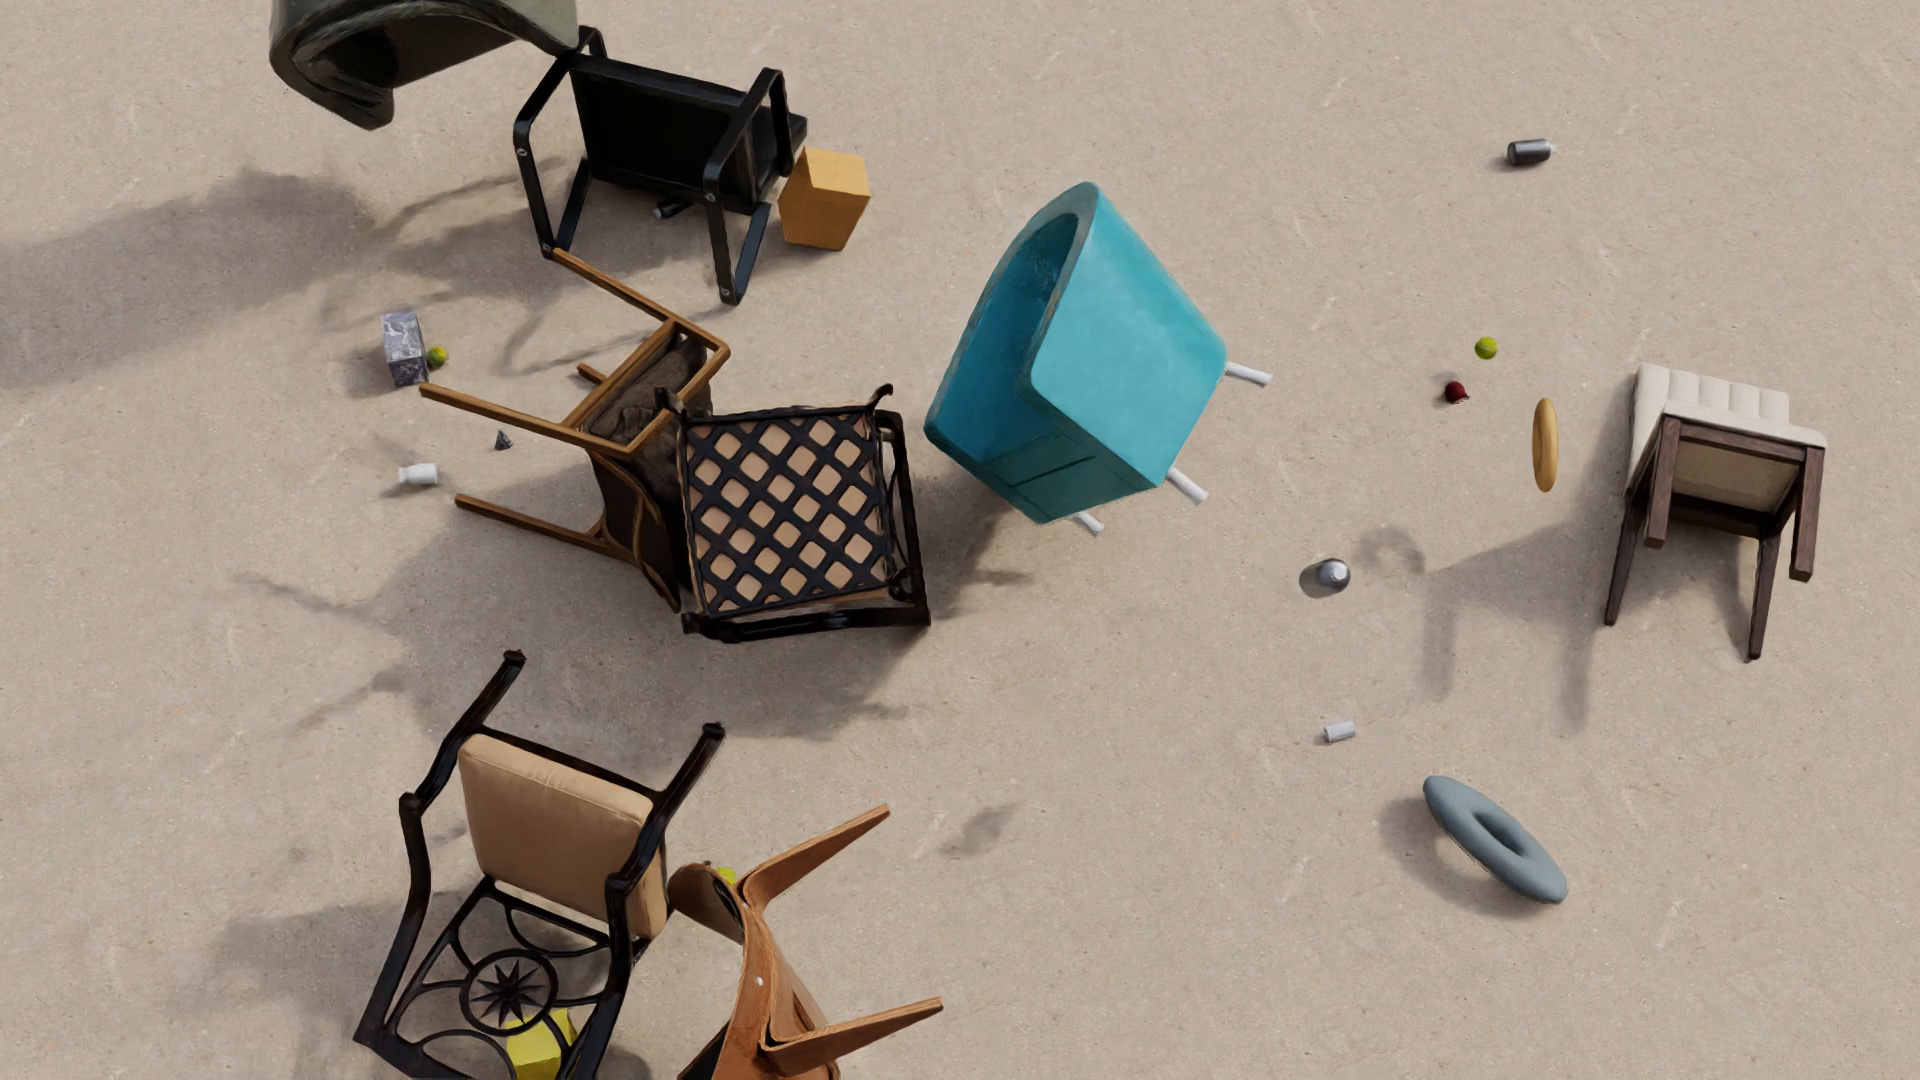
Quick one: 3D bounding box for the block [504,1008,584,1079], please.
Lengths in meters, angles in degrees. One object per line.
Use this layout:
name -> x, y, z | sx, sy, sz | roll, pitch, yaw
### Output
block -> -1.053, 1.300, 5.578 | 0.157, 0.202, 0.121 | -12, 57, -7

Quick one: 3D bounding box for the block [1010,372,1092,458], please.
block -> 0.275, -0.380, 6.638 | 0.124, 0.206, 0.138 | 10, 18, -37

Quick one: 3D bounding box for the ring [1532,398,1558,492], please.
ring -> 1.686, -0.275, 6.333 | 0.049, 0.149, 0.280 | 2, 77, 2

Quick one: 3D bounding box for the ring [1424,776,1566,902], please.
ring -> 1.447, 0.806, 5.951 | 0.483, 0.078, 0.200 | 42, 38, 20

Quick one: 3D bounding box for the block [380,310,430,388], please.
block -> -1.741, -0.601, 6.900 | 0.106, 0.127, 0.194 | -13, 57, -8

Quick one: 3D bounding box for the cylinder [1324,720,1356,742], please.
cylinder -> 1.070, 0.539, 6.191 | 0.081, 0.032, 0.045 | -15, 86, -10

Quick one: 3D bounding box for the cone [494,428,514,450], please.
cone -> -1.404, -0.316, 6.734 | 0.058, 0.087, 0.038 | -15, 57, -10

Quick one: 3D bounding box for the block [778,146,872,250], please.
block -> -0.441, -1.105, 7.124 | 0.202, 0.258, 0.179 | 5, 53, -25
